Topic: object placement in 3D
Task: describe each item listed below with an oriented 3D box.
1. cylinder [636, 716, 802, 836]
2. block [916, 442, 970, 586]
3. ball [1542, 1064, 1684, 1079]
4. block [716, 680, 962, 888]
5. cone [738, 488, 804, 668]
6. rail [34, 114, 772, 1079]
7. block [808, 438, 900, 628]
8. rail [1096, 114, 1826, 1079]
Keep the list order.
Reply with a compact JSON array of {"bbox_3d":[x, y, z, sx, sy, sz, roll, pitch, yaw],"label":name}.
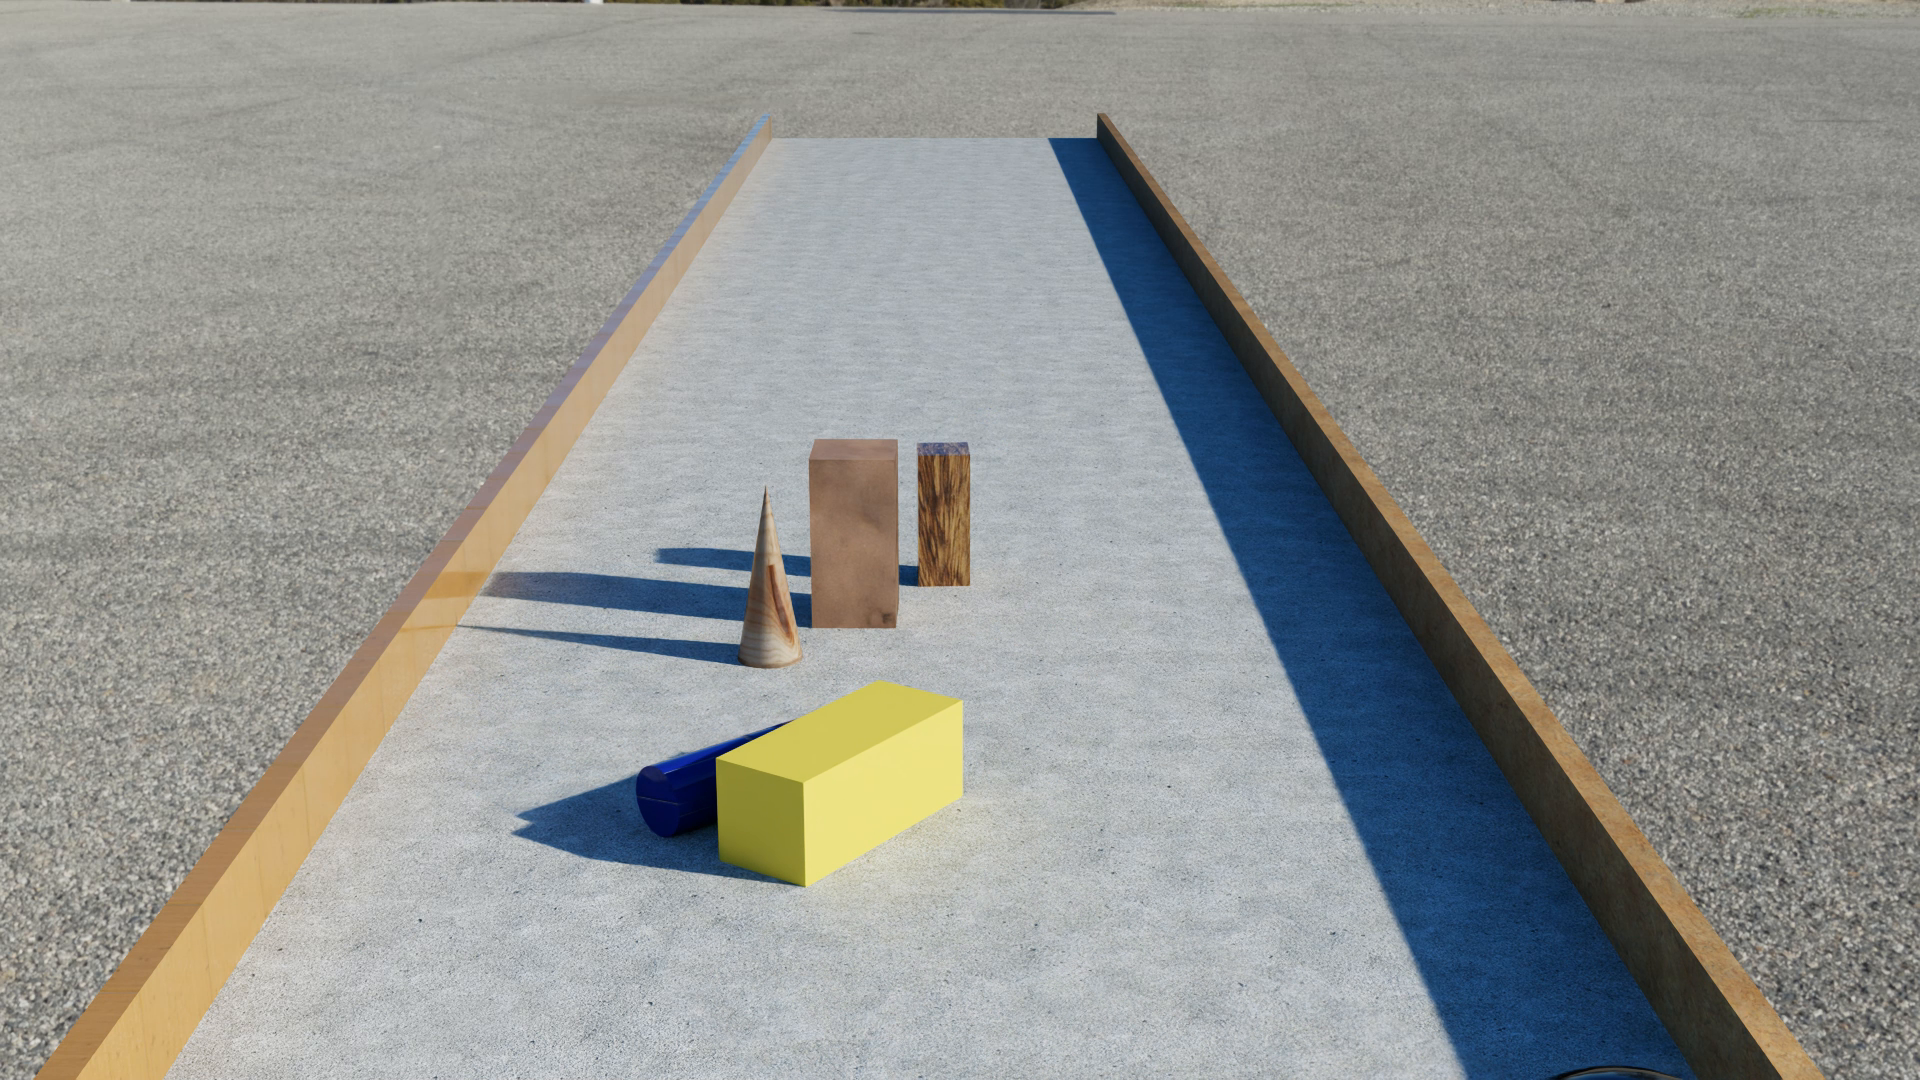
[{"bbox_3d":[-0.349,0.387,3.712,0.396,0.120,0.120,-15,22,-41],"label":"cylinder"},{"bbox_3d":[-0.038,-0.057,4.892,0.114,0.300,0.114,-1,17,-3],"label":"block"},{"bbox_3d":[0.667,0.711,2.210,0.357,0.357,0.357,0,17,0],"label":"ball"},{"bbox_3d":[-0.190,0.391,3.606,0.176,0.176,0.432,11,20,33],"label":"block"},{"bbox_3d":[-0.382,0.062,4.378,0.132,0.365,0.132,0,17,0],"label":"cone"},{"bbox_3d":[-1.118,-0.838,7.780,0.050,0.150,12.000,0,17,-1],"label":"rail"},{"bbox_3d":[-0.221,-0.015,4.637,0.176,0.364,0.176,0,17,1],"label":"block"},{"bbox_3d":[0.932,-0.844,7.801,0.050,0.150,12.000,0,17,-1],"label":"rail"}]
